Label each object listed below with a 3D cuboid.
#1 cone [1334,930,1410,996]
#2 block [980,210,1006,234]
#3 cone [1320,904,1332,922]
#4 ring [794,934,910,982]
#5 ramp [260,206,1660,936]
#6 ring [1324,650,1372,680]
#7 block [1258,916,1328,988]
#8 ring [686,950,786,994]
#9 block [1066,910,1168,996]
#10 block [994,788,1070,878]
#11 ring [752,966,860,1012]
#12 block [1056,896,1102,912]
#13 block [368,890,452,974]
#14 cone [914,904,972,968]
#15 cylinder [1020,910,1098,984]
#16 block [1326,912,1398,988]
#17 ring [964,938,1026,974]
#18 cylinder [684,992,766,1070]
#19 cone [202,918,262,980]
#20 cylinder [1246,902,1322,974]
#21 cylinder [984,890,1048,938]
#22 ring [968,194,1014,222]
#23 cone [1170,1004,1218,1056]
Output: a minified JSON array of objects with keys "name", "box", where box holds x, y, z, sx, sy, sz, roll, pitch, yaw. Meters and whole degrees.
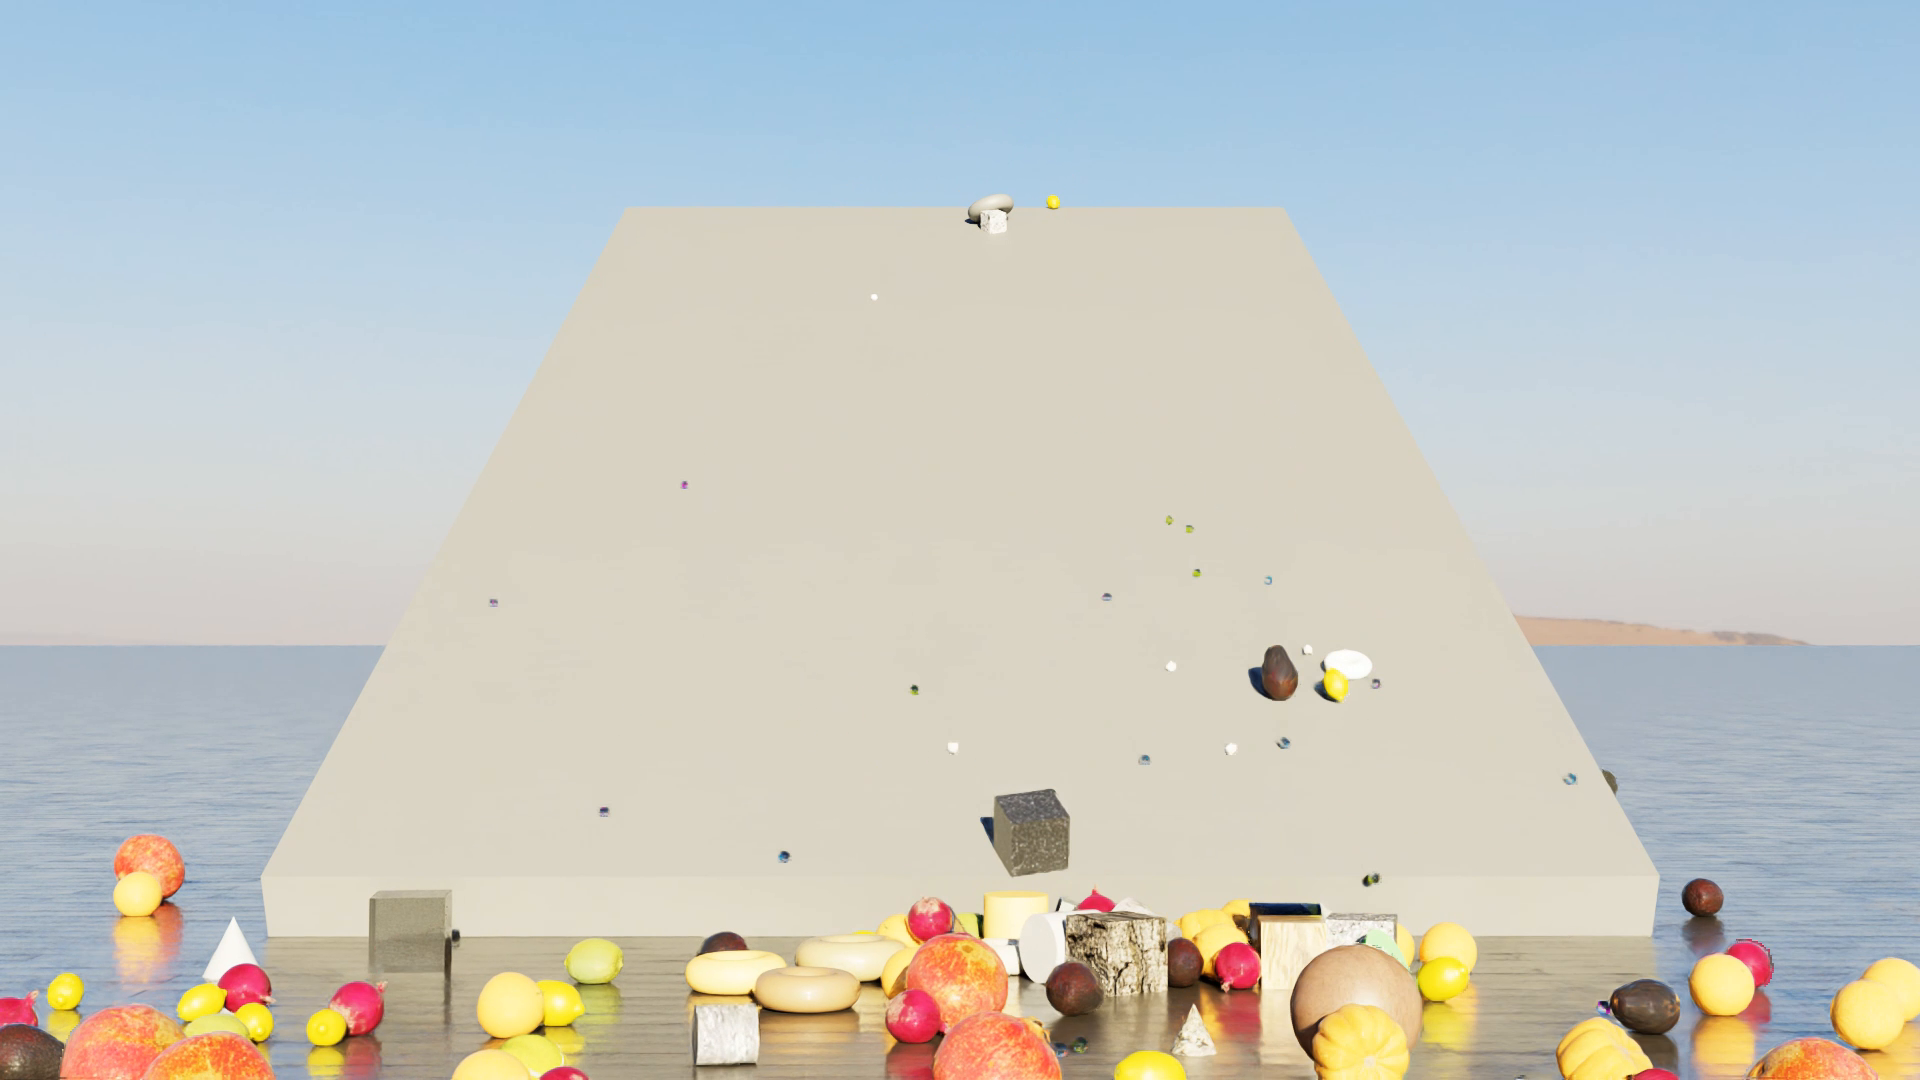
[{"name":"cone","box":[0.489,0.532,2.805,0.085,0.085,0.085,-34,-22,32]},{"name":"block","box":[0.098,-0.932,6.714,0.055,0.055,0.055,-11,25,-27]},{"name":"cone","box":[0.508,0.524,3.144,0.059,0.059,0.059,-24,-15,-7]},{"name":"ring","box":[-0.137,0.532,2.923,0.148,0.049,0.148,-1,-4,0]},{"name":"ramp","box":[-0.006,-0.221,5.155,2.000,0.100,4.000,0,22,0]},{"name":"ring","box":[0.661,0.213,3.914,0.081,0.027,0.081,1,23,0]},{"name":"block","box":[0.414,0.514,2.866,0.080,0.080,0.080,0,-2,4]},{"name":"ring","box":[-0.275,0.531,2.821,0.126,0.042,0.126,-1,-2,0]},{"name":"block","box":[0.192,0.507,2.823,0.089,0.089,0.089,2,-3,-32]},{"name":"block","box":[0.103,0.422,3.311,0.086,0.086,0.086,-6,23,-15]},{"name":"ring","box":[-0.179,0.525,2.683,0.127,0.042,0.127,1,-3,0]},{"name":"block","box":[0.157,0.527,3.126,0.060,0.060,0.060,19,-2,0]},{"name":"block","box":[-0.719,0.512,3.008,0.096,0.096,0.096,0,-2,-7]},{"name":"cone","box":[0.001,0.541,3.034,0.089,0.089,0.089,30,-16,-24]},{"name":"cylinder","box":[0.135,0.512,2.892,0.087,0.087,0.087,1,-3,-31]},{"name":"block","box":[0.503,0.513,2.870,0.082,0.082,0.082,-1,-3,14]},{"name":"ring","box":[0.060,0.540,2.979,0.113,0.038,0.113,1,-3,0]},{"name":"cylinder","box":[-0.238,0.500,2.325,0.061,0.061,0.061,-26,10,-26]},{"name":"cone","box":[-0.932,0.520,2.943,0.074,0.074,0.074,0,-2,0]},{"name":"cylinder","box":[0.417,0.512,2.953,0.091,0.091,0.091,0,-2,4]},{"name":"cylinder","box":[0.075,0.519,3.080,0.087,0.087,0.087,0,-2,0]},{"name":"ring","box":[0.091,-0.980,6.783,0.141,0.047,0.141,-17,-9,-3]},{"name":"cone","box":[0.244,0.508,2.395,0.050,0.050,0.050,0,-2,0]}]
